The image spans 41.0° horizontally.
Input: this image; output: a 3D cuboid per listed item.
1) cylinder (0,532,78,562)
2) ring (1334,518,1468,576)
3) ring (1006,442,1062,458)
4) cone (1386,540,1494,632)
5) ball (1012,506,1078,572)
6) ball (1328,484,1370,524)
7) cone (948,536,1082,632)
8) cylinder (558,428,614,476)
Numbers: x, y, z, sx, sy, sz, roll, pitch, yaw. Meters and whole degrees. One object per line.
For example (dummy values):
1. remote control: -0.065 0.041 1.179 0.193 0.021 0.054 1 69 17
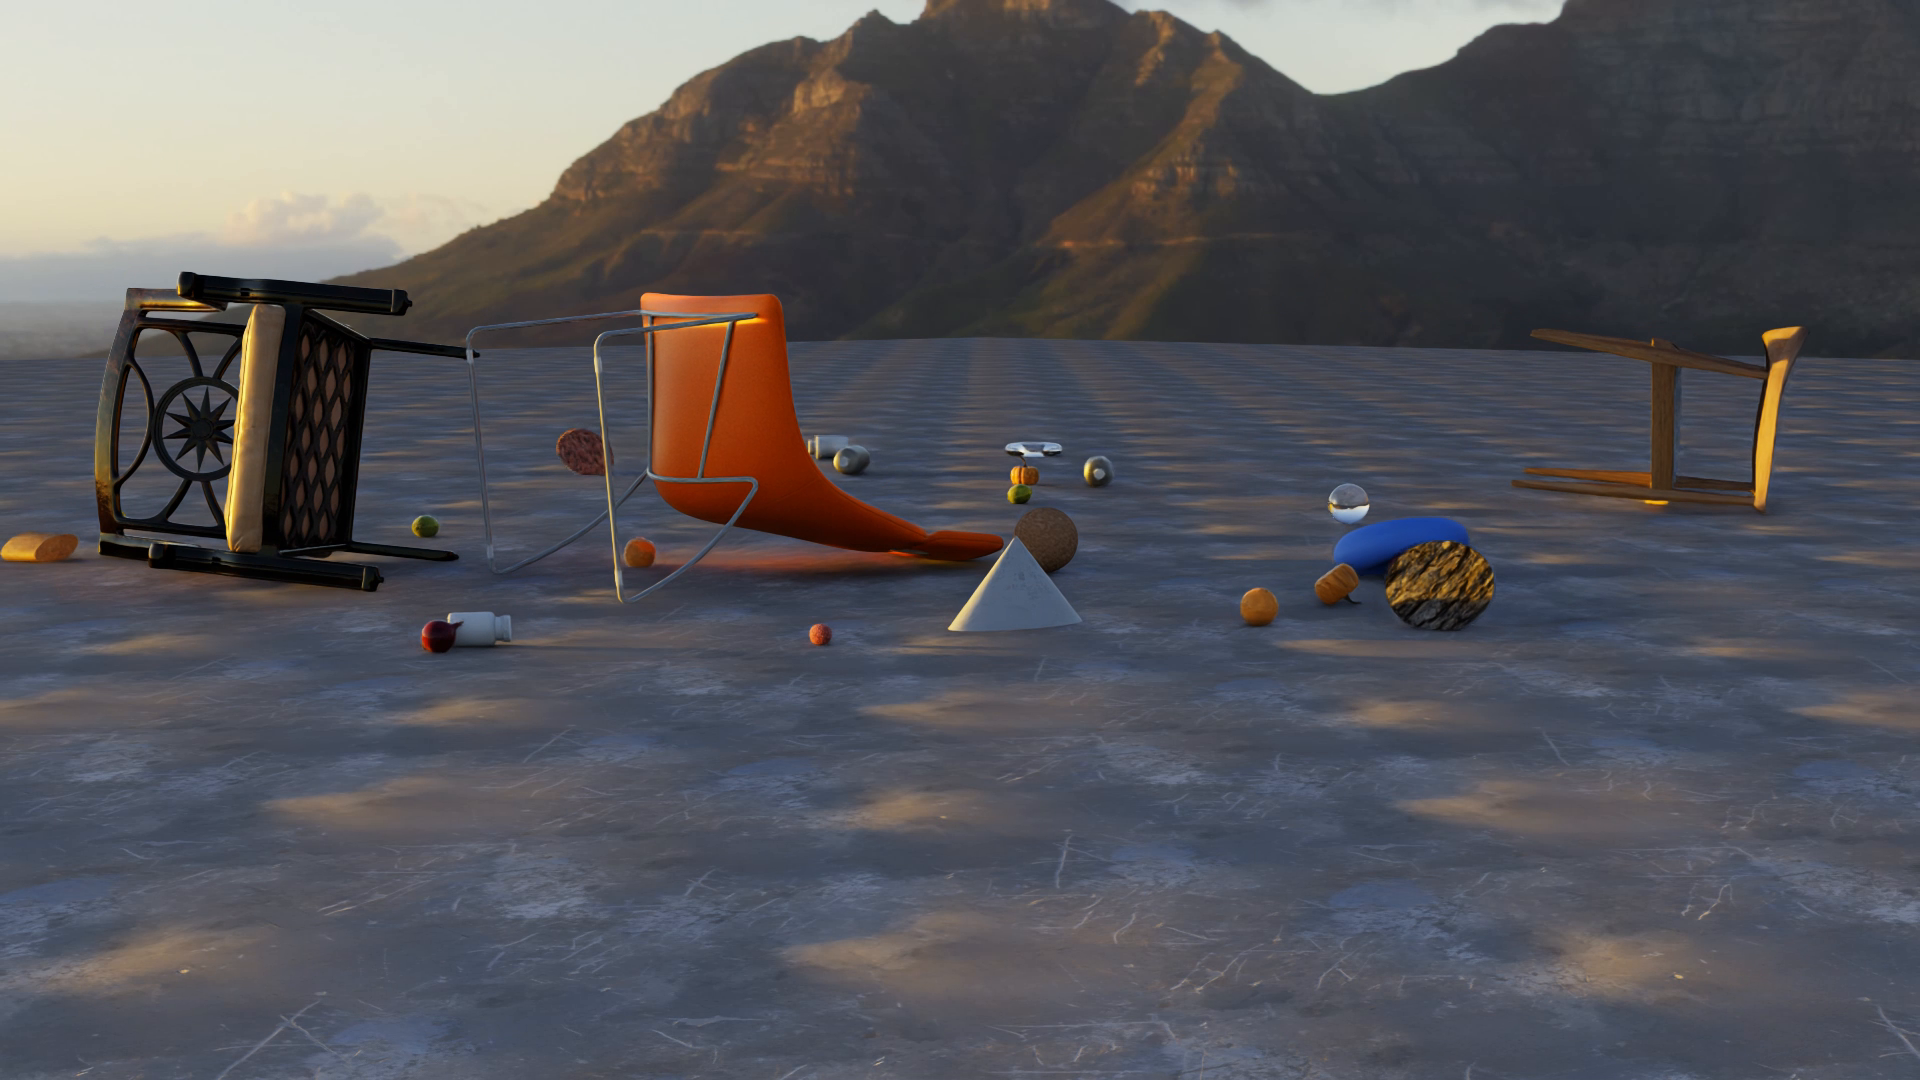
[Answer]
1. cylinder: -2.135 0.016 5.952 0.113 0.058 0.130 3 18 30
2. ring: 0.965 0.017 5.617 0.297 0.090 0.225 -10 -15 19
3. ring: 0.270 -0.332 9.400 0.213 0.049 0.207 -3 6 -33
4. cone: 0.928 0.120 4.864 0.232 0.194 0.121 42 -8 46
5. ball: 0.190 -0.001 5.710 0.146 0.146 0.146 0 6 0
6. ball: 1.032 -0.096 6.811 0.109 0.109 0.109 0 6 0
7. cone: 0.106 0.075 4.851 0.291 0.170 0.128 -4 7 -31
8. cylinder: -1.243 -0.292 8.520 0.191 0.137 0.122 26 1 -11
